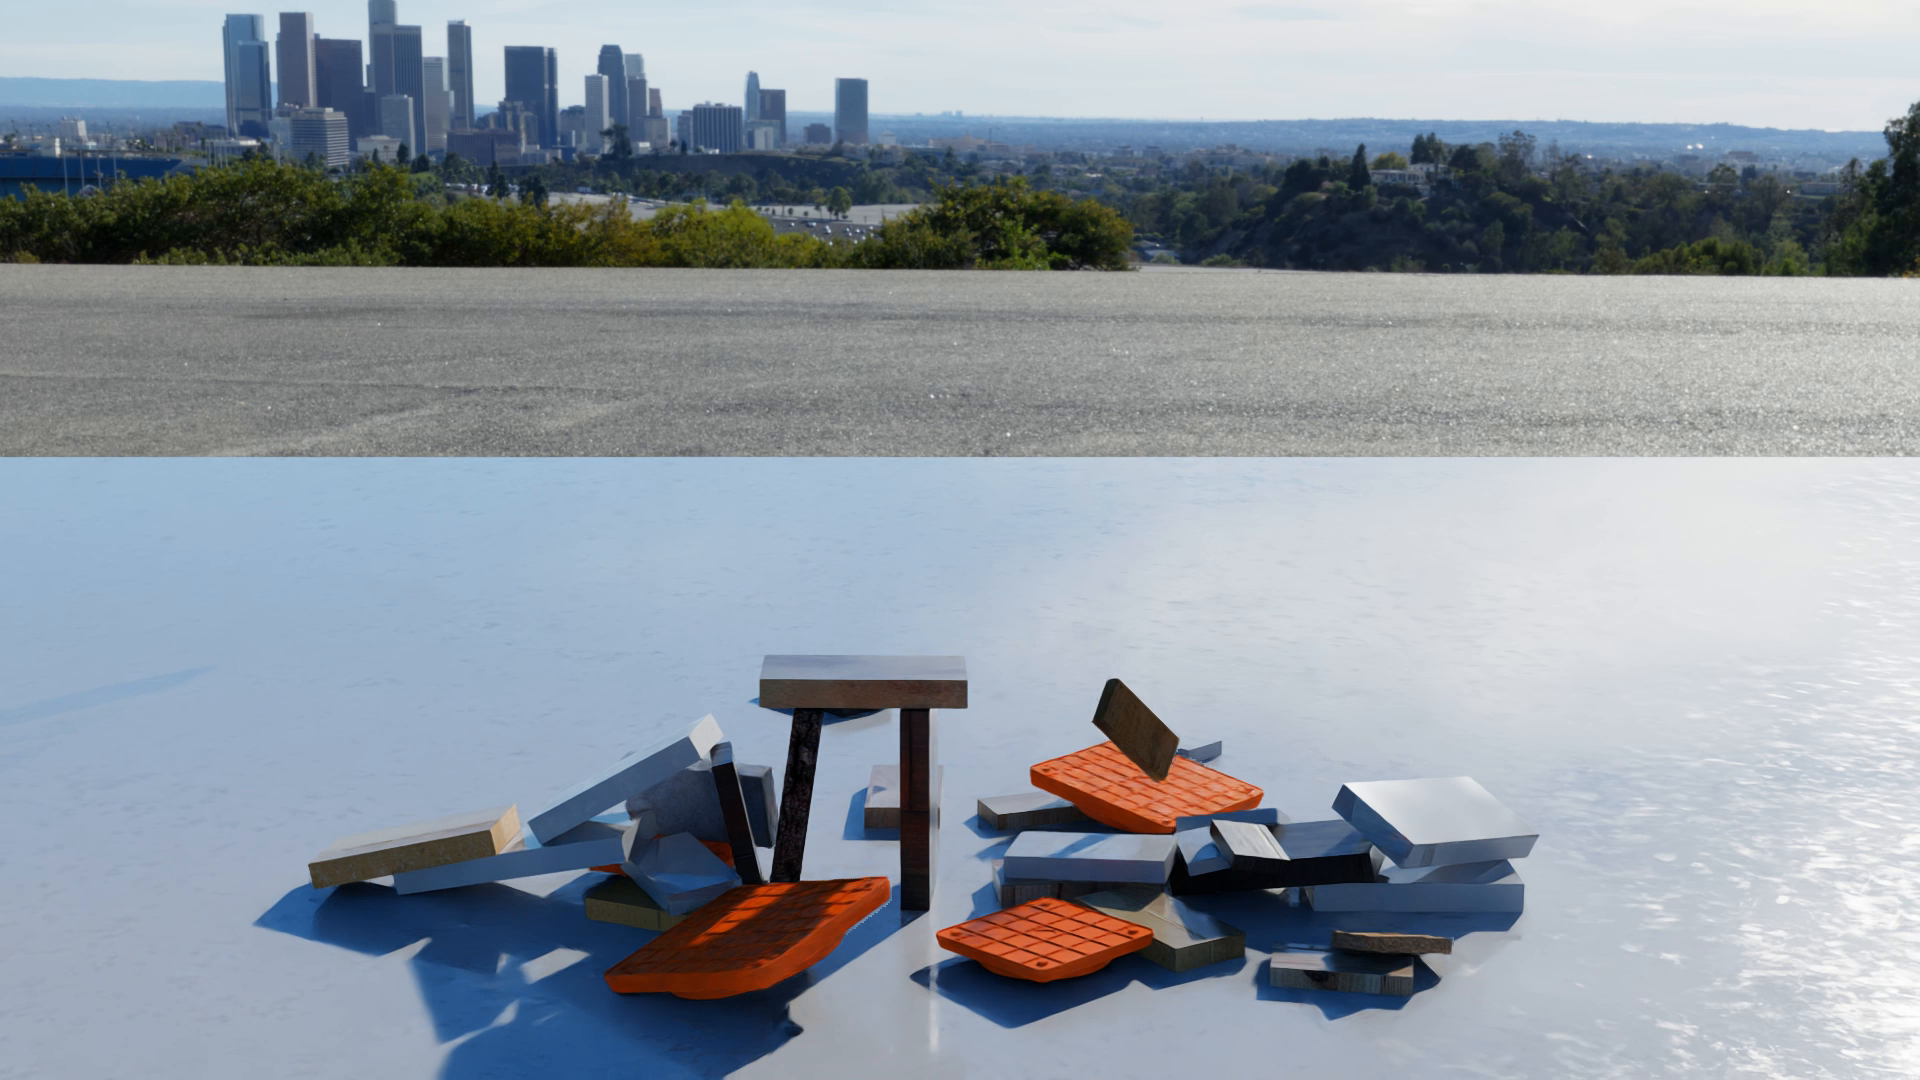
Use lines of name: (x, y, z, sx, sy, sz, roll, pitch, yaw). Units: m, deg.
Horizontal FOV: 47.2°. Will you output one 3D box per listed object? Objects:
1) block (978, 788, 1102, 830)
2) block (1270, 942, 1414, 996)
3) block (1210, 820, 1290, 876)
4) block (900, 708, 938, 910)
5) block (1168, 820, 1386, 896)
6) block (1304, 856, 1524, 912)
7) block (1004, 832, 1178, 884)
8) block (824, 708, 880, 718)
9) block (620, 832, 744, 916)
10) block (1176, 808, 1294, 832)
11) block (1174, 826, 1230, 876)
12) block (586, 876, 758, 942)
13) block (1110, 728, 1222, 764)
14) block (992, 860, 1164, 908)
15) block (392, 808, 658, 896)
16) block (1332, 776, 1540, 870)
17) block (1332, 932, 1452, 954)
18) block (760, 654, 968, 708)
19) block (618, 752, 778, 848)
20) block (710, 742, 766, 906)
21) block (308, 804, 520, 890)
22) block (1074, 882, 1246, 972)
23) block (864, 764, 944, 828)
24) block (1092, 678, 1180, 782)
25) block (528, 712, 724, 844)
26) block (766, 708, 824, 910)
block: (0.148, 0.498, 4.083, 0.209, 0.030, 0.104, -4, 11, -20)
block: (0.573, 0.643, 3.300, 0.209, 0.030, 0.104, 2, 11, 11)
block: (0.471, 0.500, 3.586, 0.091, 0.026, 0.183, 7, 10, -6)
block: (-0.067, 0.425, 3.642, 0.047, 0.335, 0.167, 1, 11, 4)
block: (0.533, 0.526, 3.666, 0.340, 0.048, 0.170, -8, 11, 22)
block: (0.749, 0.566, 3.664, 0.340, 0.048, 0.170, 0, 11, 1)
block: (0.219, 0.527, 3.659, 0.268, 0.038, 0.134, 0, 10, 15)
block: (-0.296, 0.339, 4.914, 0.138, 0.039, 0.275, -9, 14, -41)
block: (-0.458, 0.543, 3.593, 0.124, 0.035, 0.248, -11, 15, -25)
block: (0.476, 0.496, 3.812, 0.183, 0.026, 0.091, -9, -24, 24)
block: (0.408, 0.516, 3.668, 0.081, 0.023, 0.162, -12, 10, 0)
block: (-0.465, 0.593, 3.555, 0.248, 0.035, 0.124, 5, 12, 24)
block: (0.423, 0.416, 4.522, 0.104, 0.030, 0.209, -10, 15, -44)
block: (0.194, 0.569, 3.676, 0.268, 0.038, 0.134, -1, 11, -6)
block: (-0.727, 0.521, 3.685, 0.413, 0.044, 0.157, -10, 8, 14)
block: (0.796, 0.469, 3.669, 0.340, 0.048, 0.170, 3, 28, -41)
block: (0.656, 0.611, 3.337, 0.162, 0.023, 0.081, 7, -8, -26)
block: (-0.158, 0.232, 3.621, 0.335, 0.047, 0.167, 0, 11, -2)
block: (-0.448, 0.446, 3.780, 0.275, 0.138, 0.039, 3, 24, 21)
block: (-0.367, 0.470, 3.632, 0.035, 0.248, 0.124, -13, 12, -5)
block: (-0.913, 0.513, 3.692, 0.314, 0.044, 0.157, -11, 8, 5)
block: (0.312, 0.608, 3.466, 0.134, 0.038, 0.268, -6, 12, -31)
block: (-0.103, 0.482, 4.146, 0.138, 0.039, 0.275, 0, 11, 1)
block: (0.309, 0.334, 3.857, 0.026, 0.183, 0.091, -17, 39, 42)
block: (-0.554, 0.396, 3.655, 0.314, 0.044, 0.157, -28, 5, 11)
block: (-0.270, 0.423, 3.641, 0.047, 0.335, 0.167, 8, 10, -3)
